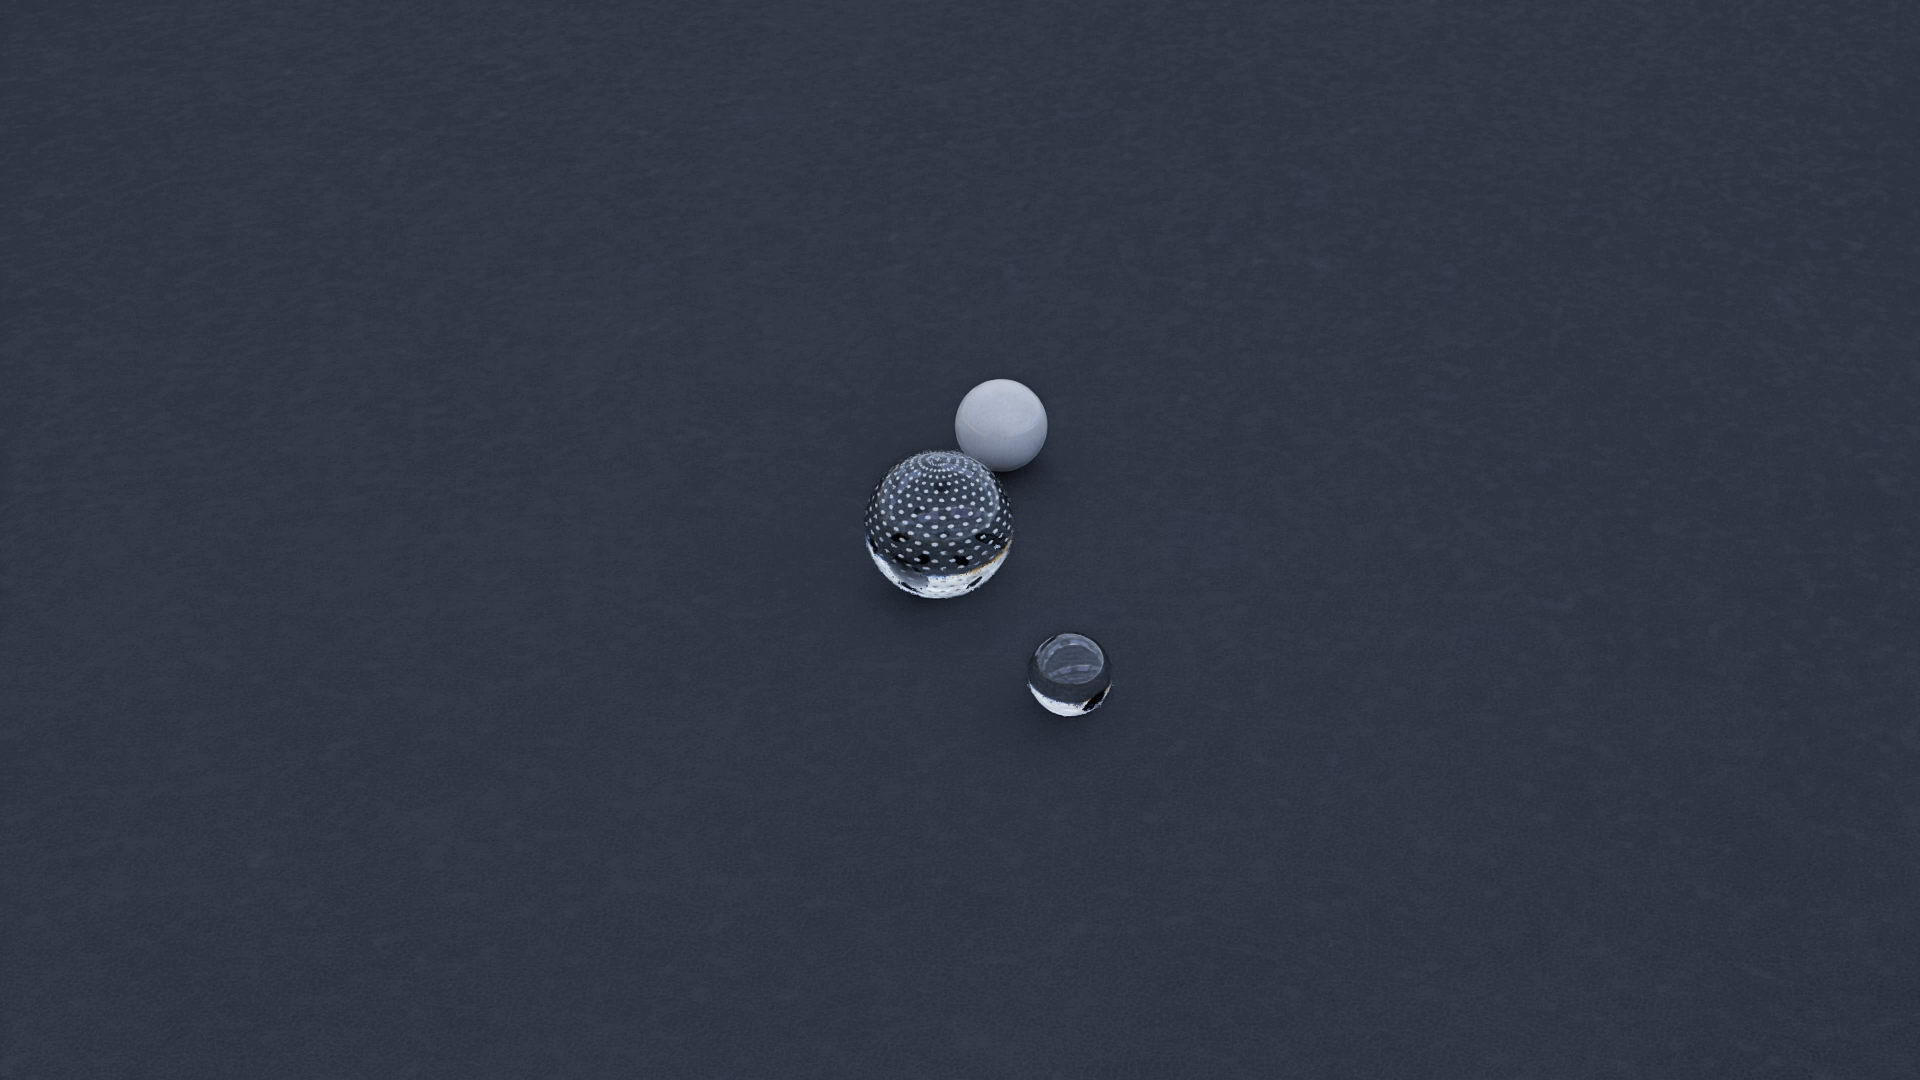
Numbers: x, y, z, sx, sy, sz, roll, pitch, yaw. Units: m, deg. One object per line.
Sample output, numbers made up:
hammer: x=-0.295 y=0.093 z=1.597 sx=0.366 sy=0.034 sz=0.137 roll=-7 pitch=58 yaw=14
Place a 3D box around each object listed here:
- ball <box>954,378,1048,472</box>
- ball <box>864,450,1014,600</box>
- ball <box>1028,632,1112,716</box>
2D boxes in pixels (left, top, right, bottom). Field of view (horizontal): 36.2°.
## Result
ball: x=0.024 y=-0.068 z=1.746 sx=0.055 sy=0.055 sz=0.055 roll=0 pitch=30 yaw=0
ball: x=-0.012 y=-0.009 z=1.617 sx=0.082 sy=0.082 sz=0.082 roll=0 pitch=30 yaw=0
ball: x=0.057 y=0.069 z=1.521 sx=0.044 sy=0.044 sz=0.044 roll=0 pitch=30 yaw=0
